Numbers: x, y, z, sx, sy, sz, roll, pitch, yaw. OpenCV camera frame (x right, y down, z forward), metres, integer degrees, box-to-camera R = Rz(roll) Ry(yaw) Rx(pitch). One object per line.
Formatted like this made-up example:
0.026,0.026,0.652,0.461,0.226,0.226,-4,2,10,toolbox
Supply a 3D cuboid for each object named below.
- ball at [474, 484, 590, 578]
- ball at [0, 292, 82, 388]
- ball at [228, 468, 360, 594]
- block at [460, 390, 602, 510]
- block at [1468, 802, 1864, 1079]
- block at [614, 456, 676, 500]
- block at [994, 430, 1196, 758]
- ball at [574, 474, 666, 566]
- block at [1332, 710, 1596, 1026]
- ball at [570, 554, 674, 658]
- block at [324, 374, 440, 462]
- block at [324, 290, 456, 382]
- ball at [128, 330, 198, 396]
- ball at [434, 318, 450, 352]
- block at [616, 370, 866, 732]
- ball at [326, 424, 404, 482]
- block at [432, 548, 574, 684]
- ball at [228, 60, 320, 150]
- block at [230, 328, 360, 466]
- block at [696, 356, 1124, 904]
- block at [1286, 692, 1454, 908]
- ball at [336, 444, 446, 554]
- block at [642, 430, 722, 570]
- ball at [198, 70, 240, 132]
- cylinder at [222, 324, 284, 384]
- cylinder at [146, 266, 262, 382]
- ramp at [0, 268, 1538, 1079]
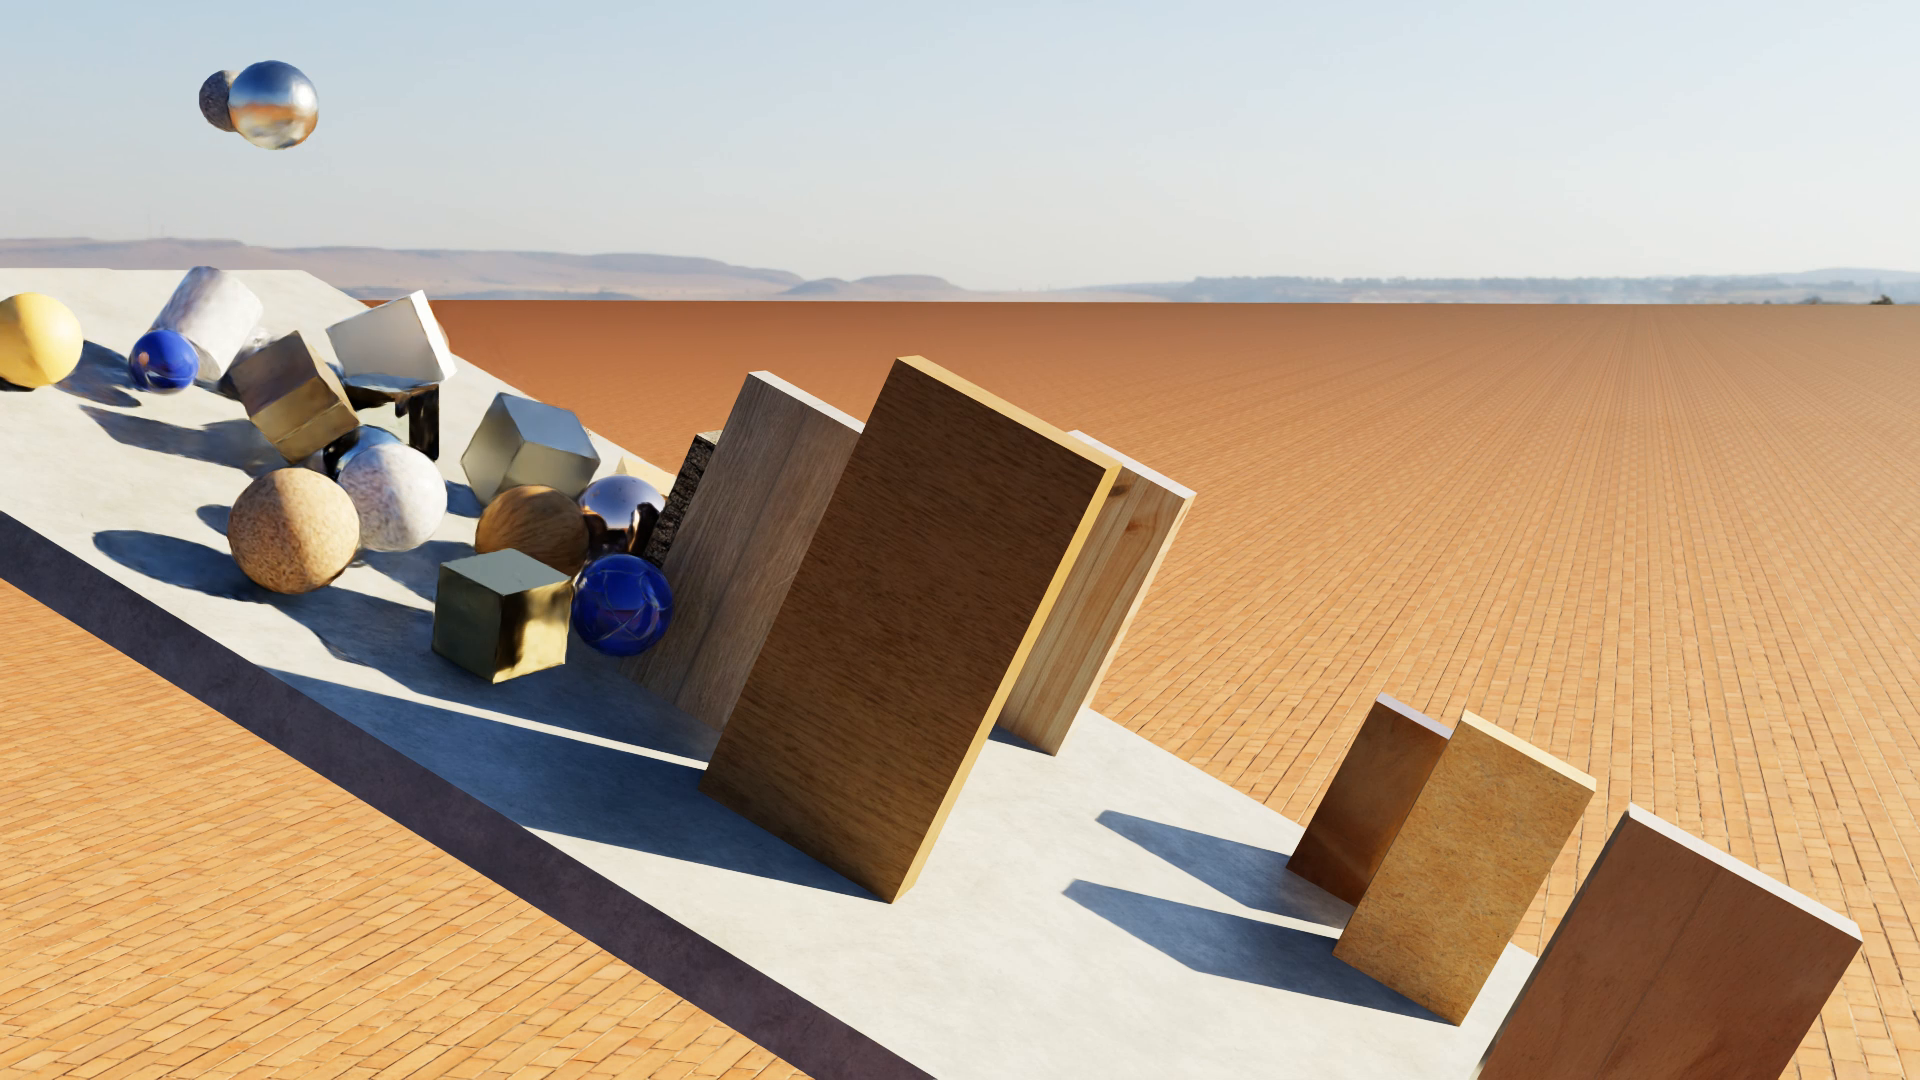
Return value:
-0.793,0.002,4.079,0.209,0.209,0.209,0,7,0,ball
-1.665,-0.358,3.944,0.170,0.170,0.170,0,7,0,ball
-1.092,-0.014,3.606,0.208,0.208,0.208,0,7,0,ball
-0.872,-0.160,4.462,0.180,0.180,0.180,15,27,-40,block
0.877,0.774,3.005,0.328,0.768,0.084,29,14,12,block
-0.653,-0.047,4.602,0.165,0.165,0.165,20,15,-22,block
0.223,0.111,4.626,0.288,0.615,0.122,29,14,12,block
-0.654,-0.028,4.232,0.197,0.197,0.197,0,7,0,ball
0.962,0.627,4.209,0.274,0.529,0.105,29,14,12,block
-0.582,0.113,3.789,0.178,0.178,0.178,0,7,0,ball
-1.131,-0.231,4.305,0.156,0.156,0.156,9,14,18,block
-1.183,-0.396,4.582,0.186,0.186,0.186,-21,12,-2,block
-1.494,-0.332,4.125,0.124,0.124,0.124,0,7,0,ball
-1.231,-0.416,4.851,0.208,0.208,0.208,0,7,0,ball
-0.297,0.069,3.881,0.432,0.602,0.081,29,14,12,block
-1.119,-0.142,4.152,0.152,0.152,0.152,0,7,0,ball
-0.764,0.124,3.673,0.156,0.156,0.156,23,23,32,block
-1.321,-0.837,4.235,0.170,0.170,0.170,0,7,0,ball
-1.240,-0.265,4.100,0.149,0.149,0.149,-33,51,-4,block
-0.088,0.145,3.556,0.378,0.797,0.115,29,14,12,block
0.930,0.583,4.573,0.344,0.409,0.100,29,14,12,block
-1.009,-0.074,3.897,0.195,0.195,0.195,0,7,0,ball
-0.426,0.048,4.137,0.306,0.409,0.115,29,14,12,block
-1.457,-0.878,4.397,0.123,0.123,0.123,0,7,0,ball
-1.407,-0.356,4.468,0.132,0.132,0.132,25,3,-9,cylinder
-1.475,-0.422,4.295,0.160,0.160,0.160,18,-29,10,cylinder
-0.248,0.418,4.161,4.000,0.100,2.000,29,14,12,ramp
